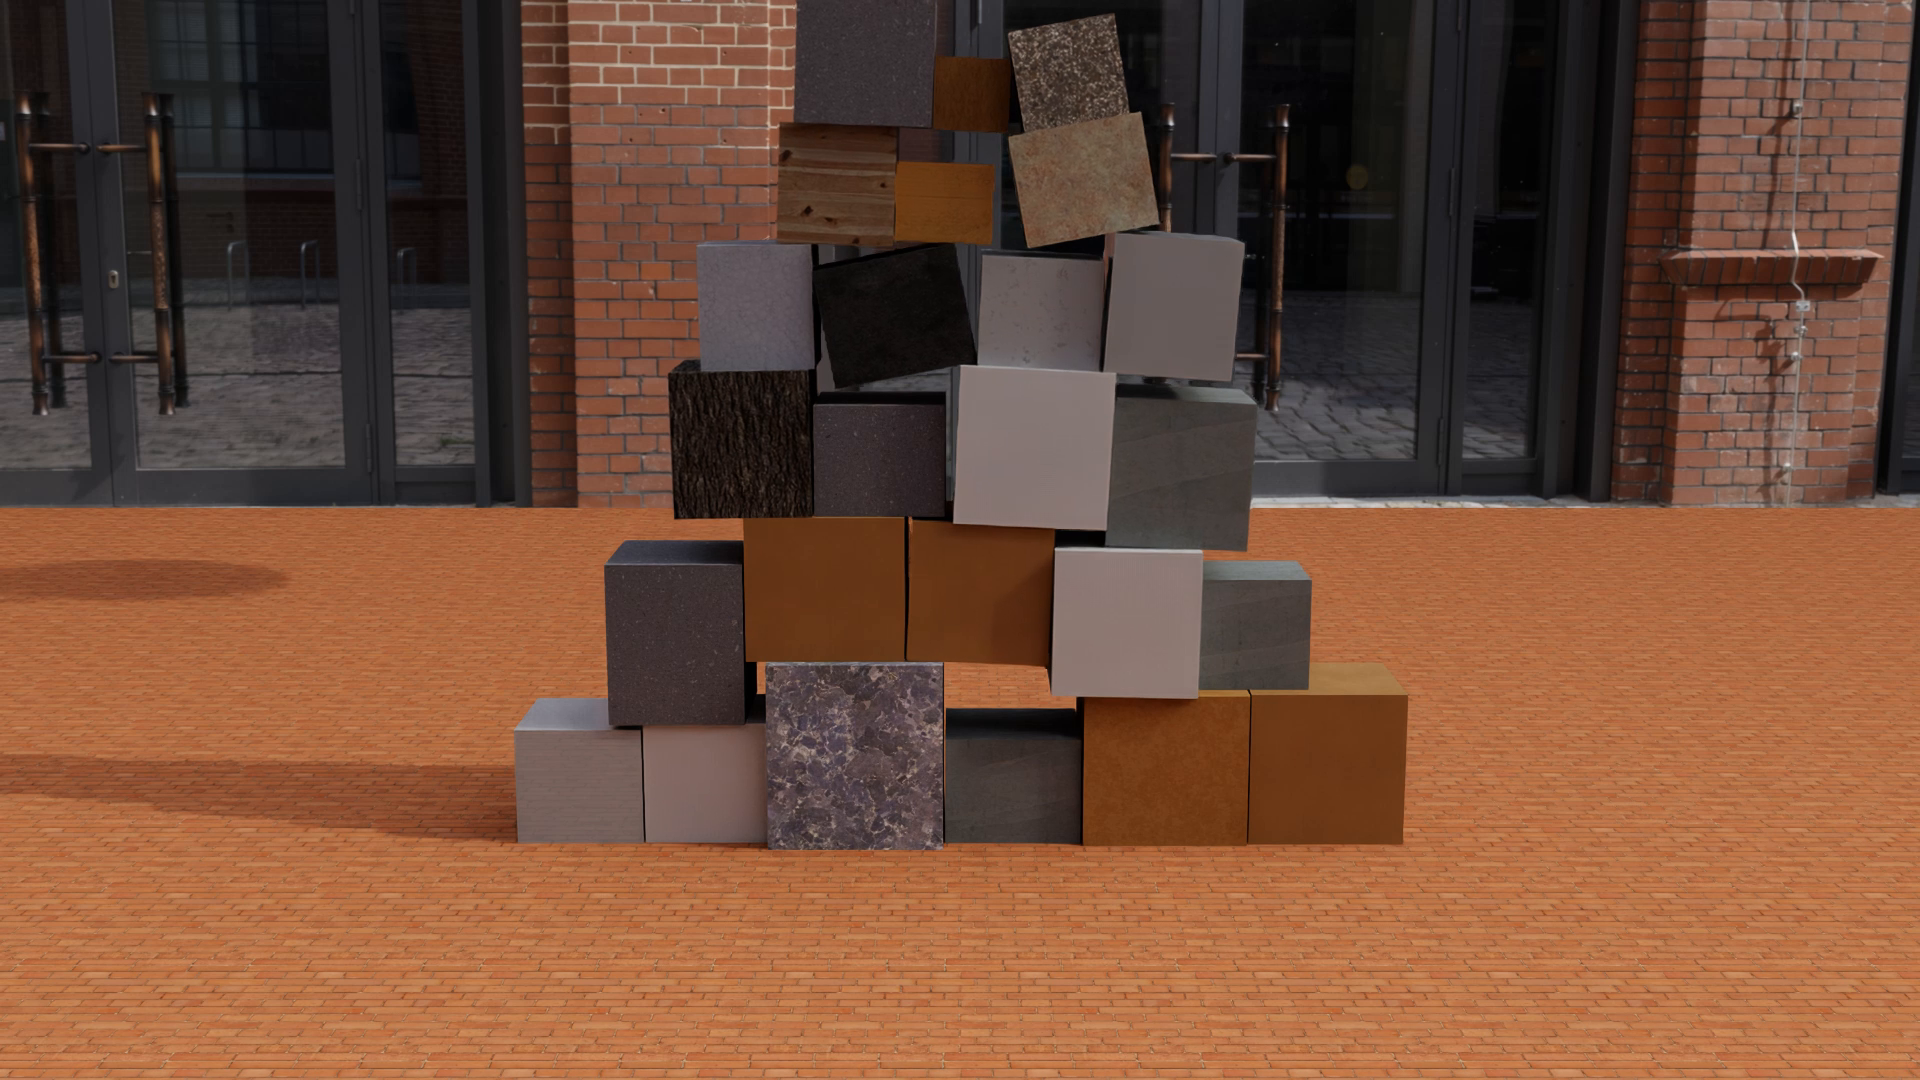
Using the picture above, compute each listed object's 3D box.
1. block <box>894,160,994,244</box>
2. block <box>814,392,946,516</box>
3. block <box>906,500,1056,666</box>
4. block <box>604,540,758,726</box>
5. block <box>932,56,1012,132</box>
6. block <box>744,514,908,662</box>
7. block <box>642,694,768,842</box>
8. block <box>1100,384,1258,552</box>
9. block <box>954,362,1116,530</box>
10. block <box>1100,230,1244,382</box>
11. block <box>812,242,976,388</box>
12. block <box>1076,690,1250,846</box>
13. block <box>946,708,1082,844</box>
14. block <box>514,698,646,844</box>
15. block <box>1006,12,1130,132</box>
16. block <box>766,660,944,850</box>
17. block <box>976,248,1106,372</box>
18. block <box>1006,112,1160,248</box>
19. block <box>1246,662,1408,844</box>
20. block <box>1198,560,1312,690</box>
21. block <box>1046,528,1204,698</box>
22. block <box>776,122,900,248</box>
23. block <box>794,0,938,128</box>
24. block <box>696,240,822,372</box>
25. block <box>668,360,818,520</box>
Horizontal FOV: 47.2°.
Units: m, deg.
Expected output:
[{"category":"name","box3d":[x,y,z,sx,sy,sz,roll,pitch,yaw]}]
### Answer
[{"category":"block","box3d":[-0.077,-1.671,10.865,0.477,0.381,0.407,2,10,0]},{"category":"block","box3d":[-0.395,-0.442,11.103,0.644,0.551,0.632,0,10,0]},{"category":"block","box3d":[0.101,0.208,11.199,0.705,0.702,0.677,3,10,0]},{"category":"block","box3d":[-1.416,0.463,11.258,0.680,0.815,0.688,0,10,0]},{"category":"block","box3d":[0.055,-2.185,10.799,0.373,0.346,0.404,2,10,0]},{"category":"block","box3d":[-0.669,0.183,11.228,0.793,0.724,0.737,0,10,0]},{"category":"block","box3d":[-1.281,1.172,11.376,0.619,0.623,0.604,0,10,0]},{"category":"block","box3d":[1.084,-0.378,11.121,0.702,0.734,0.664,3,10,0]},{"category":"block","box3d":[0.361,-0.507,11.069,0.755,0.774,0.714,3,10,0]},{"category":"block","box3d":[1.031,-1.182,10.953,0.623,0.672,0.702,4,10,-1]},{"category":"block","box3d":[-0.319,-1.138,10.973,0.700,0.580,0.612,-11,10,2]},{"category":"block","box3d":[1.033,1.094,11.381,0.826,0.776,0.749,0,10,0]},{"category":"block","box3d":[0.267,1.213,11.388,0.684,0.539,0.629,0,10,0]},{"category":"block","box3d":[-1.919,1.186,11.391,0.636,0.591,0.647,0,10,0]},{"category":"block","box3d":[0.522,-2.276,10.747,0.514,0.478,0.493,-10,10,2]},{"category":"block","box3d":[-0.523,1.007,11.373,0.877,0.949,0.889,0,10,0]},{"category":"block","box3d":[0.393,-1.156,10.987,0.595,0.533,0.657,3,10,-1]},{"category":"block","box3d":[0.598,-1.783,10.869,0.649,0.542,0.561,-10,10,2]},{"category":"block","box3d":[1.846,1.094,11.376,0.781,0.778,0.687,0,10,0]},{"category":"block","box3d":[1.473,0.431,11.272,0.566,0.564,0.512,0,10,0]},{"category":"block","box3d":[0.823,0.348,11.229,0.728,0.734,0.804,1,10,0]},{"category":"block","box3d":[-0.595,-1.757,10.845,0.564,0.575,0.511,2,10,0]},{"category":"block","box3d":[-0.452,-2.362,10.741,0.657,0.665,0.620,2,10,0]},{"category":"block","box3d":[-0.994,-1.178,10.969,0.558,0.607,0.556,-1,10,0]},{"category":"block","box3d":[-1.073,-0.521,11.070,0.677,0.719,0.678,-1,10,0]}]
